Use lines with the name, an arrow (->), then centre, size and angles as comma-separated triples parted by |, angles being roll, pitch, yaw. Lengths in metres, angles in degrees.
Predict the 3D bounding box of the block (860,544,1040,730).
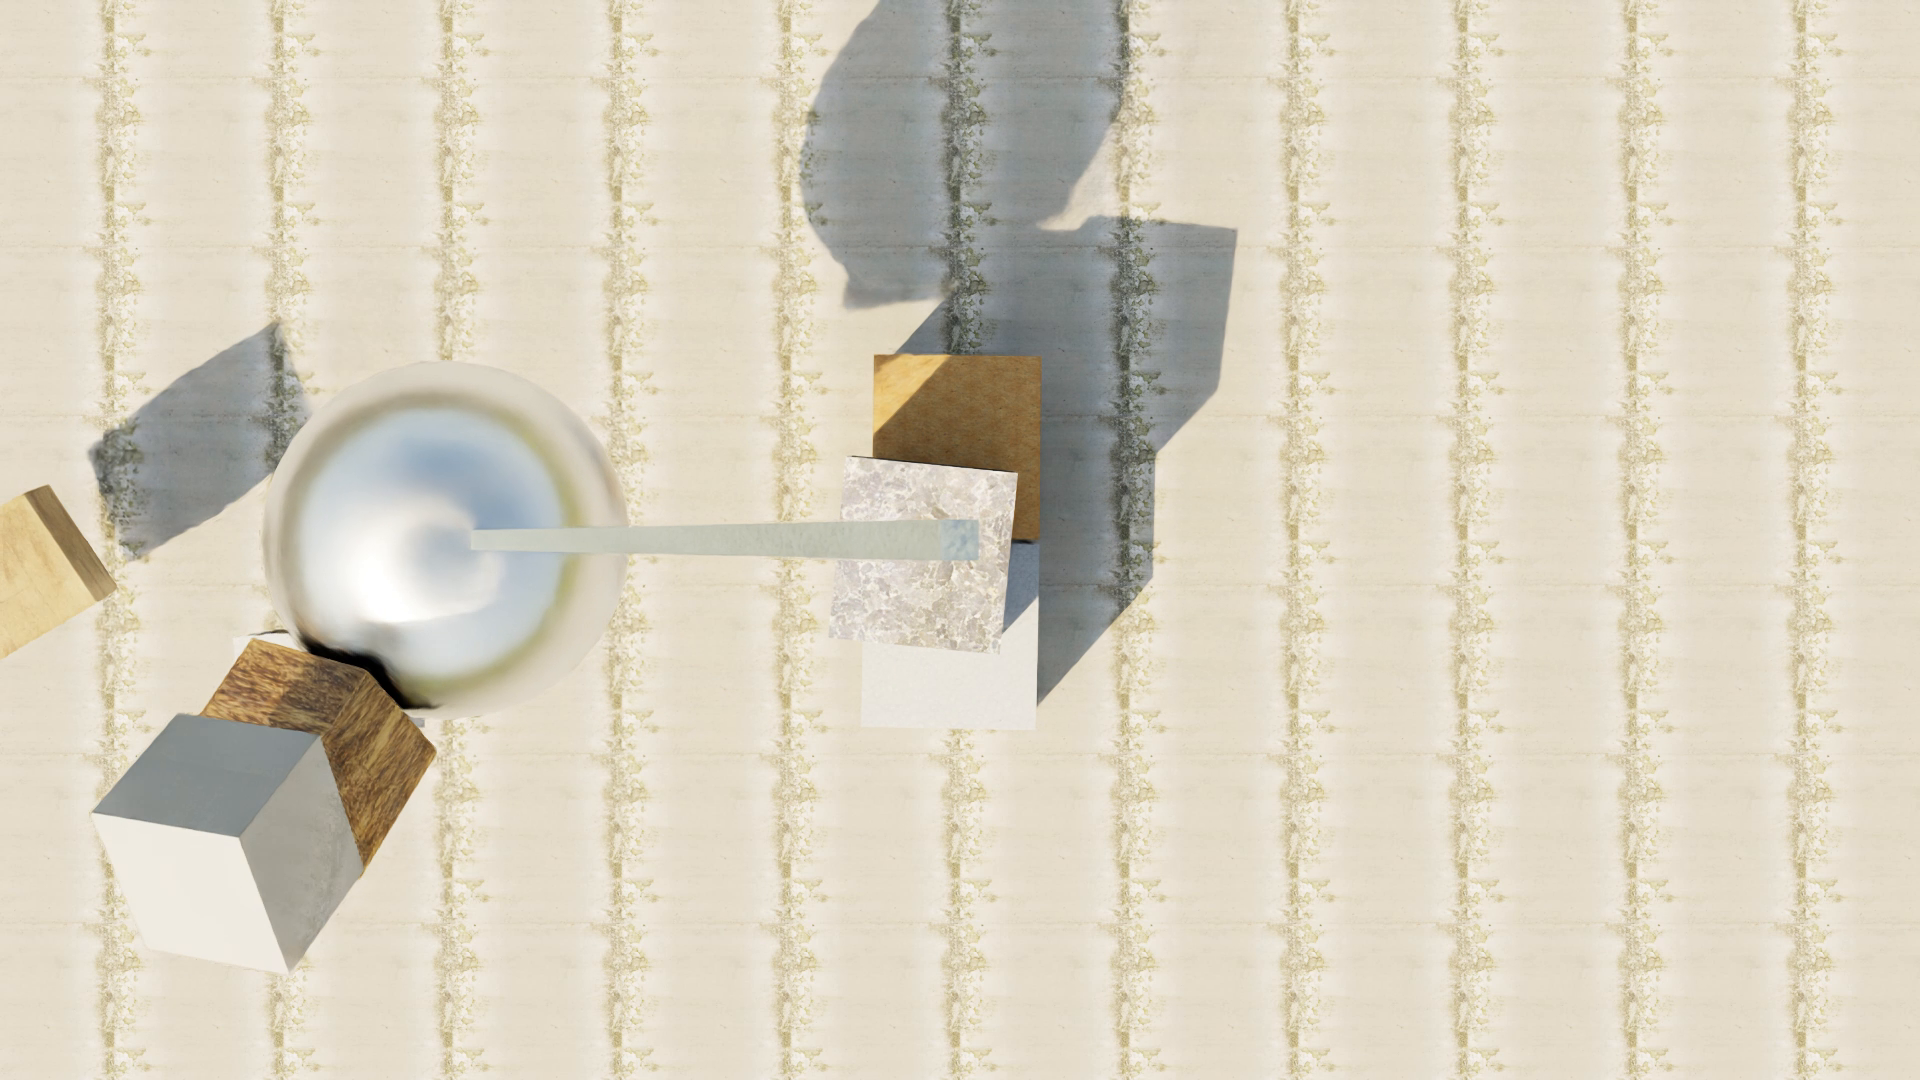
block -> -0.053, 0.519, 12.490 | 0.953, 1.020, 1.015 | 1, 90, 0

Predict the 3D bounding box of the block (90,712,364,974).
block -> -2.842, 1.182, 8.599 | 0.642, 0.585, 0.729 | 7, 128, 16

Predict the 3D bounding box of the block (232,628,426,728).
block -> -3.591, 0.814, 12.555 | 0.756, 0.665, 0.642 | -5, 92, 19

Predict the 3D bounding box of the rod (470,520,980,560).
rod -> -0.987, 0.000, 6.652 | 0.080, 5.200, 0.080 | 0, 90, -22

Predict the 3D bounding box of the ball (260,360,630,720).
ball -> -2.277, 0.000, 9.798 | 1.600, 1.600, 1.600 | 0, 90, 0

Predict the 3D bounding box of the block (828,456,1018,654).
block -> -0.188, 0.062, 11.542 | 0.874, 0.833, 0.925 | 6, 92, 0

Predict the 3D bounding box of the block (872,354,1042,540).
block -> -0.019, -0.507, 12.478 | 0.913, 1.044, 0.996 | 1, 90, 0

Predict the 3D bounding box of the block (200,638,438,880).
block -> -2.798, 0.932, 9.405 | 0.650, 0.668, 0.656 | 12, 59, 26

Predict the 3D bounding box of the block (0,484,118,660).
block -> -5.175, 0.198, 12.027 | 0.714, 0.669, 0.693 | -32, 101, -7
